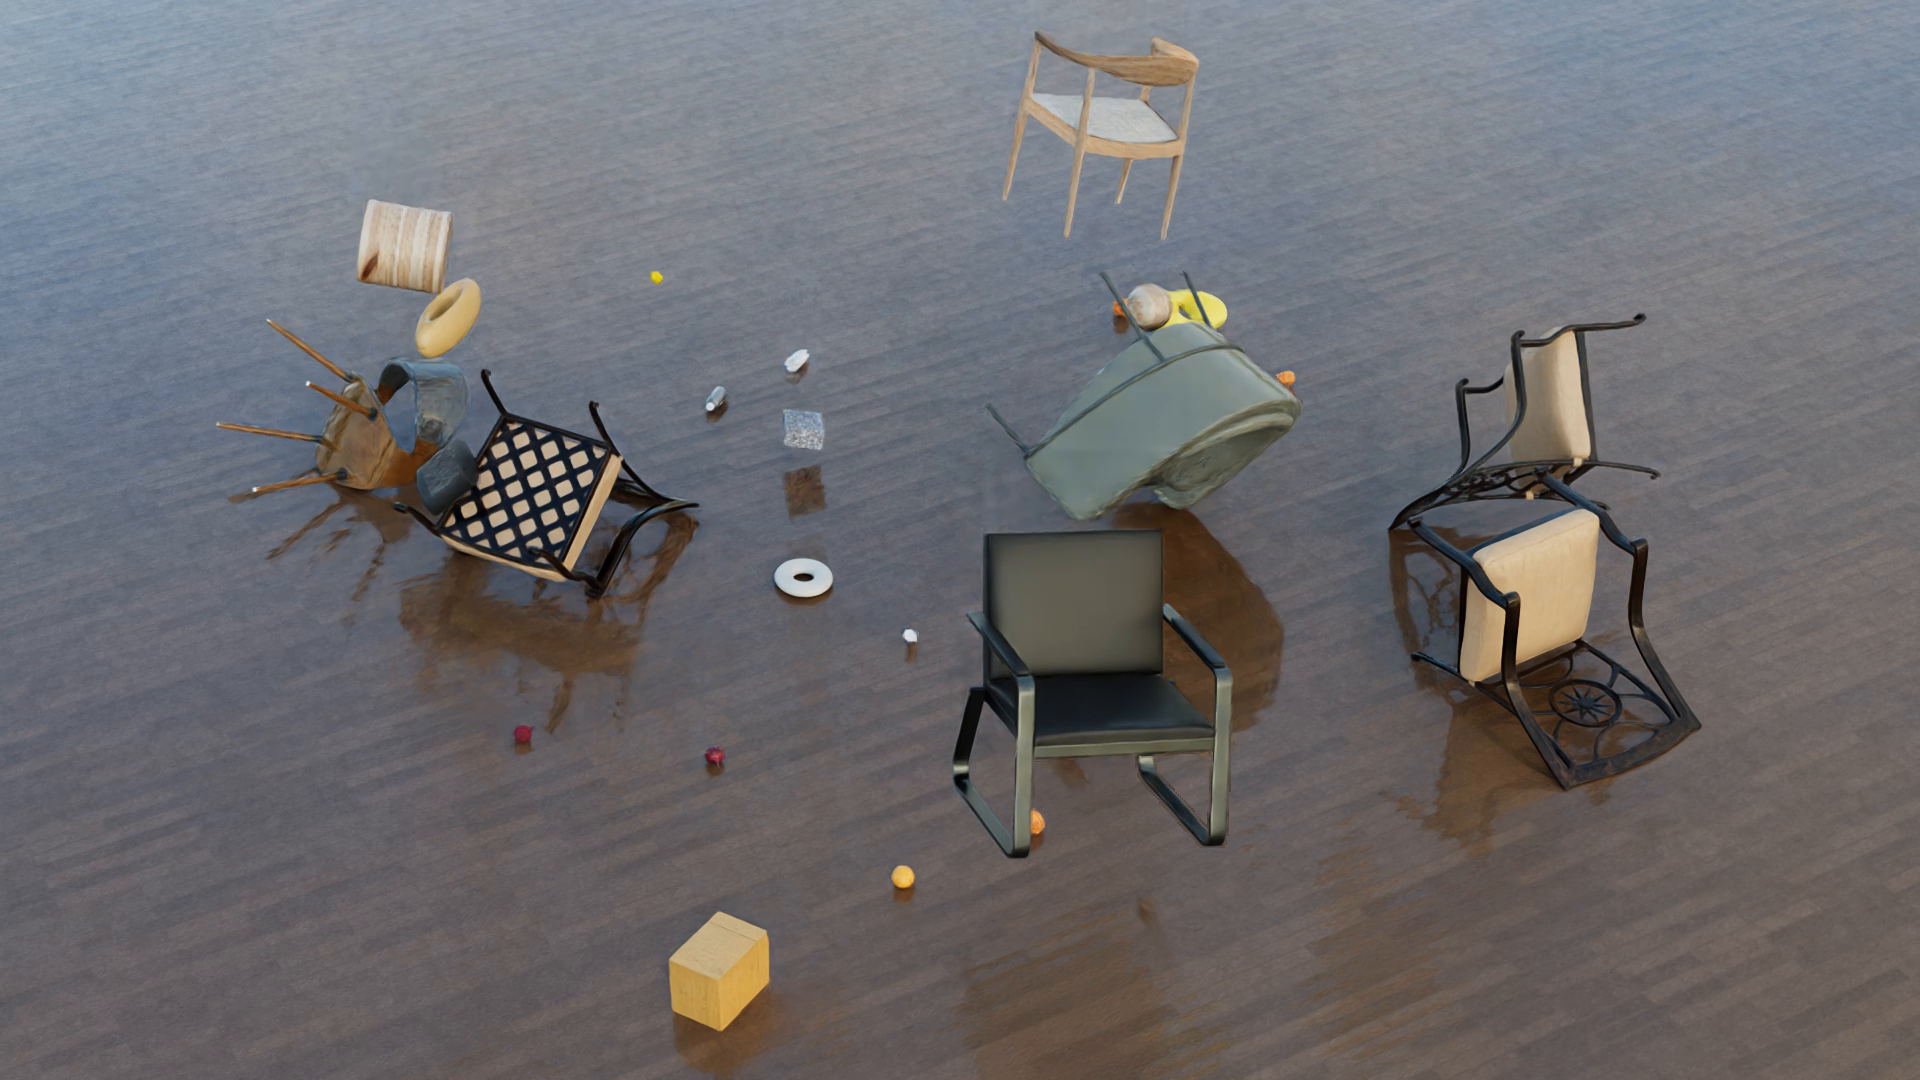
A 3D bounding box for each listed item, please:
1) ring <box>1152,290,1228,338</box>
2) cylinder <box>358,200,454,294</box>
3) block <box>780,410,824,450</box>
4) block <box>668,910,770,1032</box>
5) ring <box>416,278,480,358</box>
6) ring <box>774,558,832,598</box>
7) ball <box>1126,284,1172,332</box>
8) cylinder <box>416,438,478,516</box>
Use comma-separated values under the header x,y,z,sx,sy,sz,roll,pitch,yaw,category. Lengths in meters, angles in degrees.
x,y,z,sx,sy,sz,roll,pitch,yaw,category
0.925,-0.932,12.097,0.465,0.194,0.159,-3,-9,-45,ring
-2.098,-1.108,11.092,0.312,0.314,0.273,9,15,-6,cylinder
-0.610,-0.428,11.338,0.147,0.074,0.196,6,23,-10,block
-0.721,1.293,8.799,0.179,0.202,0.258,18,38,26,block
-1.959,-0.850,11.233,0.150,0.147,0.435,8,41,21,ring
-0.570,0.137,10.695,0.211,0.046,0.230,-14,37,-21,ring
0.687,-0.845,10.650,0.172,0.172,0.172,0,33,0,ball
-1.859,-0.230,10.626,0.197,0.110,0.228,-37,51,21,cylinder
